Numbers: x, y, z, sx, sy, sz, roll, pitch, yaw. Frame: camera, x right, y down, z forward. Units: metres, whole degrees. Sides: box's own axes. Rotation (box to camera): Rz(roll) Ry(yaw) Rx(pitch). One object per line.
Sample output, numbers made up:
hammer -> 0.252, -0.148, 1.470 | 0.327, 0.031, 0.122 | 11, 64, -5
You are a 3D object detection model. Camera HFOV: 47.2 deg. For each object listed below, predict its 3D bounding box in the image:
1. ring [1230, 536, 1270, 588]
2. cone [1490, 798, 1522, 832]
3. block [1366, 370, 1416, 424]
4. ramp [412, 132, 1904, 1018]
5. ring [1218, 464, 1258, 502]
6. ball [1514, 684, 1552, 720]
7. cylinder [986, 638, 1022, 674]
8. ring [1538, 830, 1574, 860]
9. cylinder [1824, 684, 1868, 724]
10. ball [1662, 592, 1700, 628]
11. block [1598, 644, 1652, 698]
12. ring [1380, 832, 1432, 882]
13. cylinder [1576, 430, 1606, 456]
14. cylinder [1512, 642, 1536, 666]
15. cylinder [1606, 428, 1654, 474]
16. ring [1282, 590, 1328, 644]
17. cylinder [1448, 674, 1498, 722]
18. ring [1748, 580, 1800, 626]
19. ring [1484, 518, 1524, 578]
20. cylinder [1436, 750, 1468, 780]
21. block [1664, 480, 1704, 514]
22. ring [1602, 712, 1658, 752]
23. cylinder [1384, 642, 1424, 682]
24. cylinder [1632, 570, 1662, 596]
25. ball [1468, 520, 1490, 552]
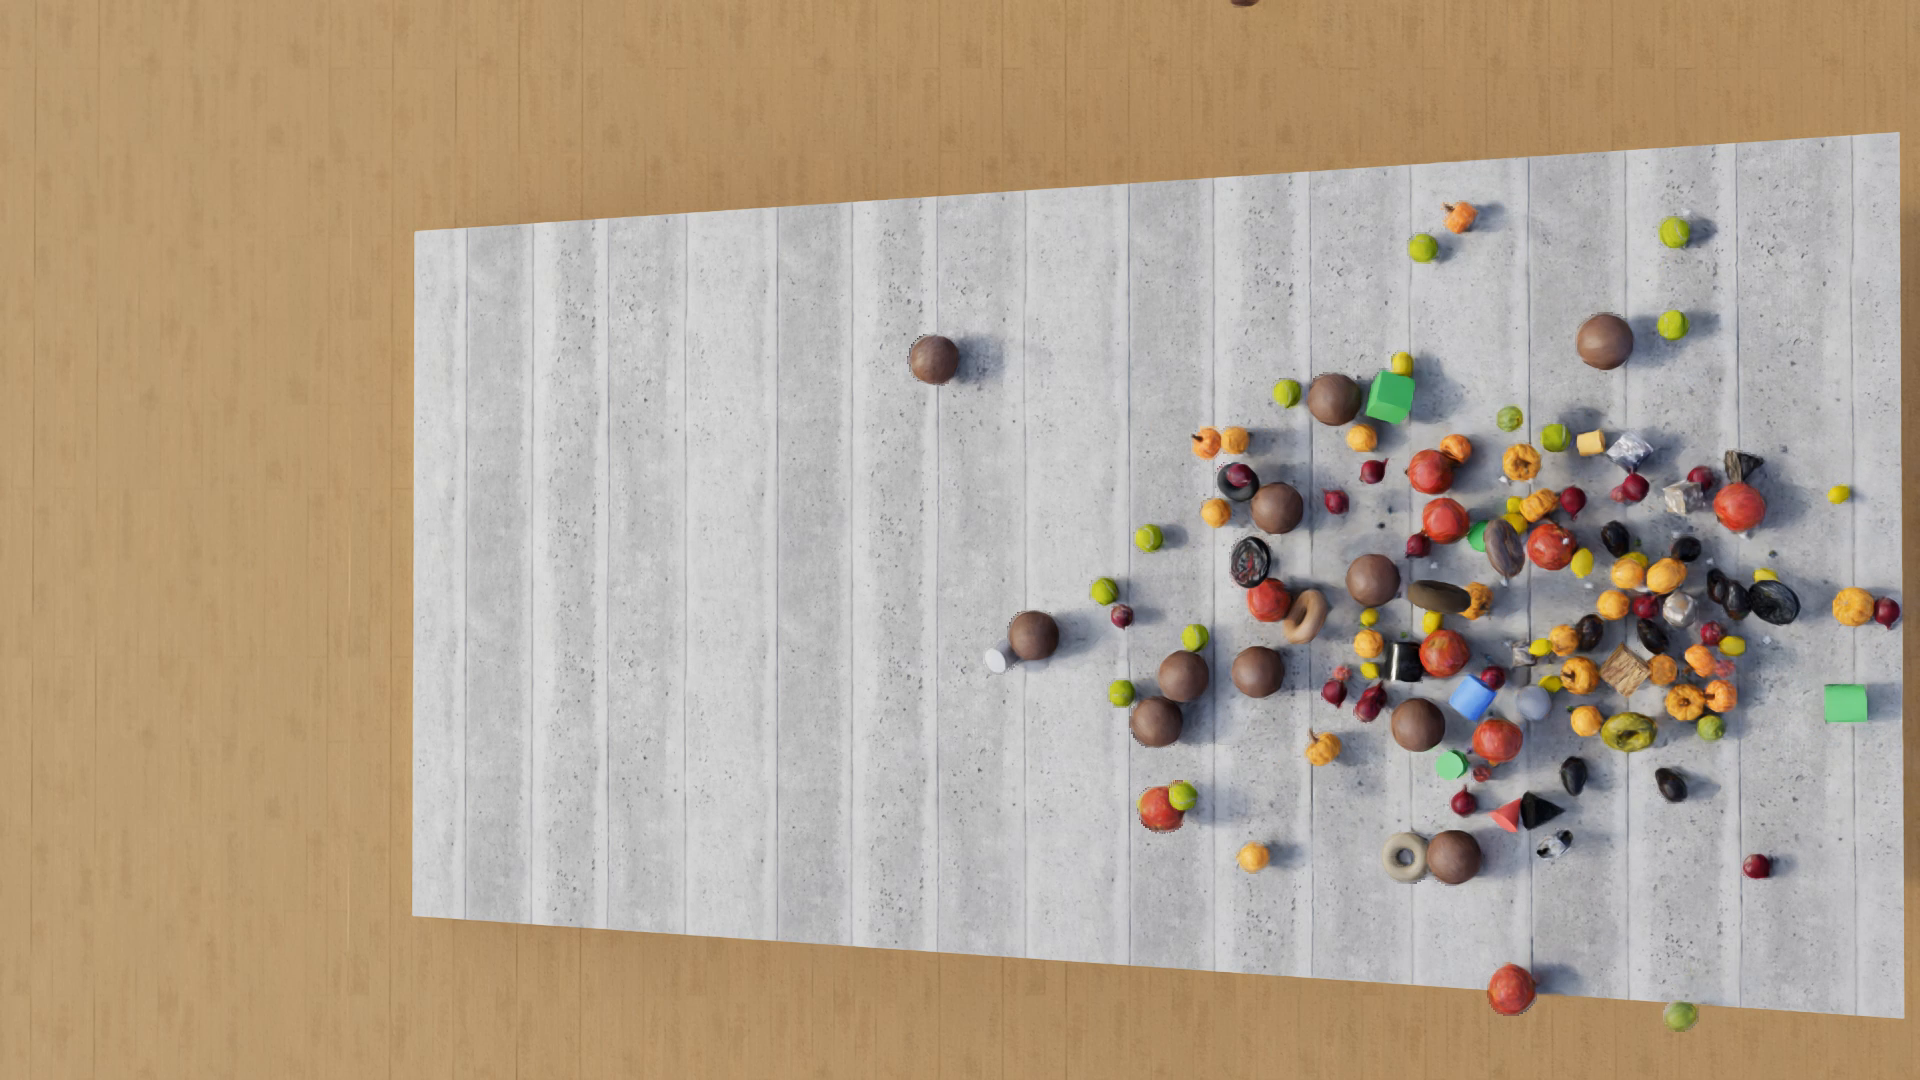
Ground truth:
ring -> 0.699, 0.054, 5.292 | 0.042, 0.127, 0.127 | 8, 89, -32
cone -> 1.319, 0.645, 5.252 | 0.077, 0.077, 0.077 | 40, 76, 0
block -> 1.041, -0.344, 5.318 | 0.084, 0.084, 0.084 | 17, 67, -2
ramp -> 0.282, 0.087, 5.740 | 4.000, 0.100, 2.000 | 0, 89, 21
ring -> 0.692, -0.144, 5.474 | 0.108, 0.036, 0.108 | 14, 129, 19
ball -> 1.359, 0.386, 5.213 | 0.085, 0.085, 0.085 | 0, 89, 0
cylinder -> 0.113, 0.300, 5.699 | 0.069, 0.069, 0.069 | -30, 89, -42
ring -> 1.402, 0.718, 5.178 | 0.093, 0.093, 0.031 | -39, 96, 0
cylinder -> 1.998, 0.369, 4.961 | 0.086, 0.086, 0.086 | -3, 89, 21
ball -> 1.669, 0.162, 5.092 | 0.083, 0.083, 0.083 | 0, 89, 0
block -> 1.532, 0.301, 5.067 | 0.080, 0.080, 0.080 | 39, 106, 6
ring -> 1.084, 0.769, 5.340 | 0.123, 0.041, 0.123 | 0, 89, 20
cylinder -> 1.488, -0.228, 5.182 | 0.053, 0.053, 0.053 | -12, 89, 29
cylinder -> 1.343, 0.272, 5.234 | 0.054, 0.054, 0.054 | -4, 81, 0
cylinder -> 1.565, -0.206, 5.141 | 0.077, 0.077, 0.077 | 41, 100, 0
ring -> 0.847, 0.189, 5.399 | 0.048, 0.144, 0.144 | 24, 89, -22
cylinder -> 1.195, 0.367, 5.123 | 0.080, 0.080, 0.080 | 35, 103, 0
ring -> 1.855, 0.142, 5.013 | 0.122, 0.122, 0.041 | 47, 61, 1
ring -> 1.243, 0.018, 5.023 | 0.047, 0.141, 0.141 | -21, 89, 35
cylinder -> 1.169, 0.535, 5.226 | 0.065, 0.065, 0.065 | -1, 88, 24
block -> 1.672, -0.099, 5.079 | 0.058, 0.058, 0.058 | -21, 105, -23
ring -> 1.560, 0.448, 5.123 | 0.128, 0.128, 0.043 | 8, 50, 0
cylinder -> 1.075, 0.294, 5.322 | 0.088, 0.088, 0.088 | 3, 92, 0
cylinder -> 1.603, 0.100, 5.131 | 0.052, 0.052, 0.052 | -8, 76, 37
ball -> 1.255, -0.008, 5.263 | 0.077, 0.077, 0.077 | 0, 89, 0
